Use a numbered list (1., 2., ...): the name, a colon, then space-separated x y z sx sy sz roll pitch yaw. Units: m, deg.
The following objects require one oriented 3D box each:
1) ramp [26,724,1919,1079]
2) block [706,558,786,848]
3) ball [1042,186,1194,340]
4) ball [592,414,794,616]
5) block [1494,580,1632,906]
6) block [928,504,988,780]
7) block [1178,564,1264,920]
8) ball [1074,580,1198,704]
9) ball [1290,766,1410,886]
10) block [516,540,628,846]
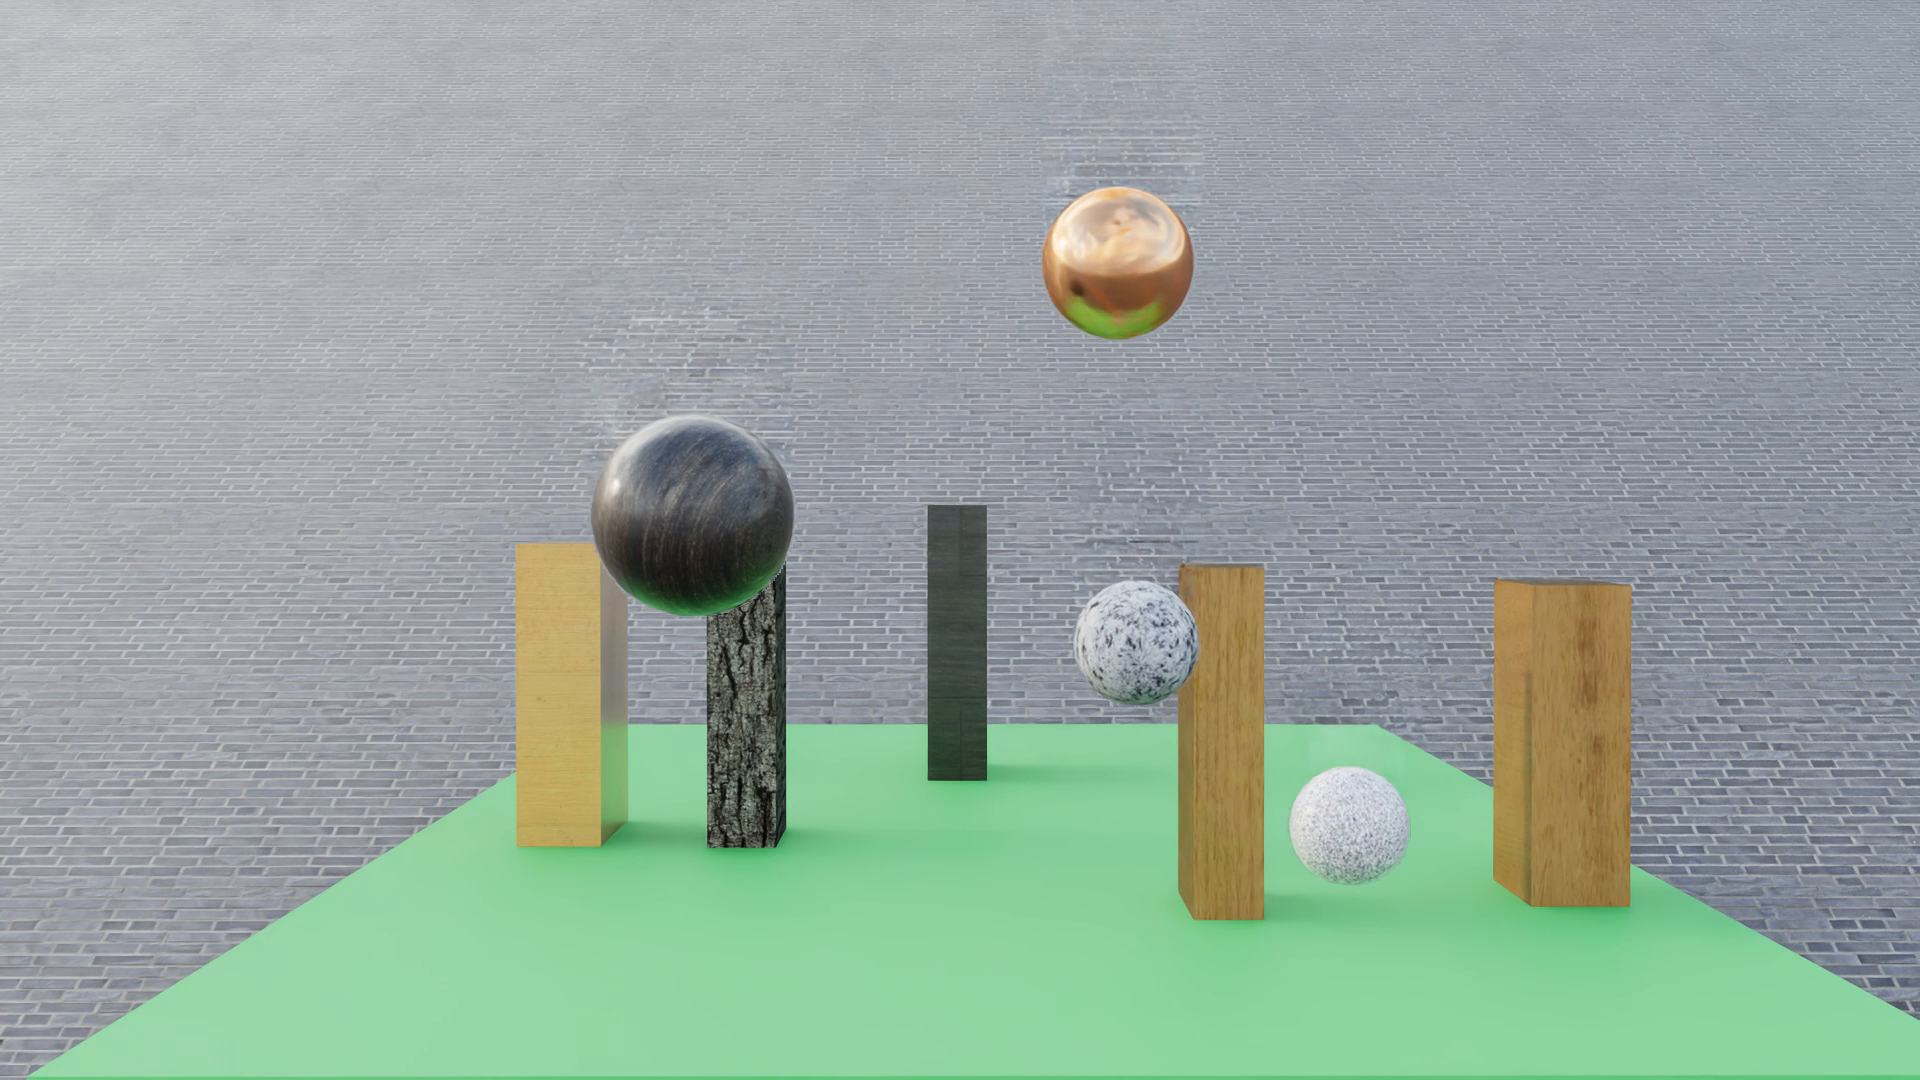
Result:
1. ramp: 0.061 0.554 4.591 2.000 0.100 4.000 0 1 0
2. block: -0.362 0.244 4.403 0.114 0.526 0.262 0 1 0
3. ball: 0.162 -0.284 2.643 0.156 0.156 0.156 0 27 0
4. ball: -0.262 -0.025 2.537 0.199 0.199 0.199 0 27 0
5. block: 0.879 0.290 3.784 0.140 0.455 0.259 0 1 0
6. block: -0.006 0.208 5.452 0.122 0.564 0.338 0 1 0
7. block: 0.369 0.278 3.666 0.097 0.483 0.248 0 1 0
8. ball: 0.182 0.106 2.673 0.129 0.129 0.129 0 27 0
9. ball: 0.421 0.309 2.793 0.129 0.129 0.129 0 27 0
10. block: -0.667 0.255 4.466 0.141 0.503 0.354 0 1 0
